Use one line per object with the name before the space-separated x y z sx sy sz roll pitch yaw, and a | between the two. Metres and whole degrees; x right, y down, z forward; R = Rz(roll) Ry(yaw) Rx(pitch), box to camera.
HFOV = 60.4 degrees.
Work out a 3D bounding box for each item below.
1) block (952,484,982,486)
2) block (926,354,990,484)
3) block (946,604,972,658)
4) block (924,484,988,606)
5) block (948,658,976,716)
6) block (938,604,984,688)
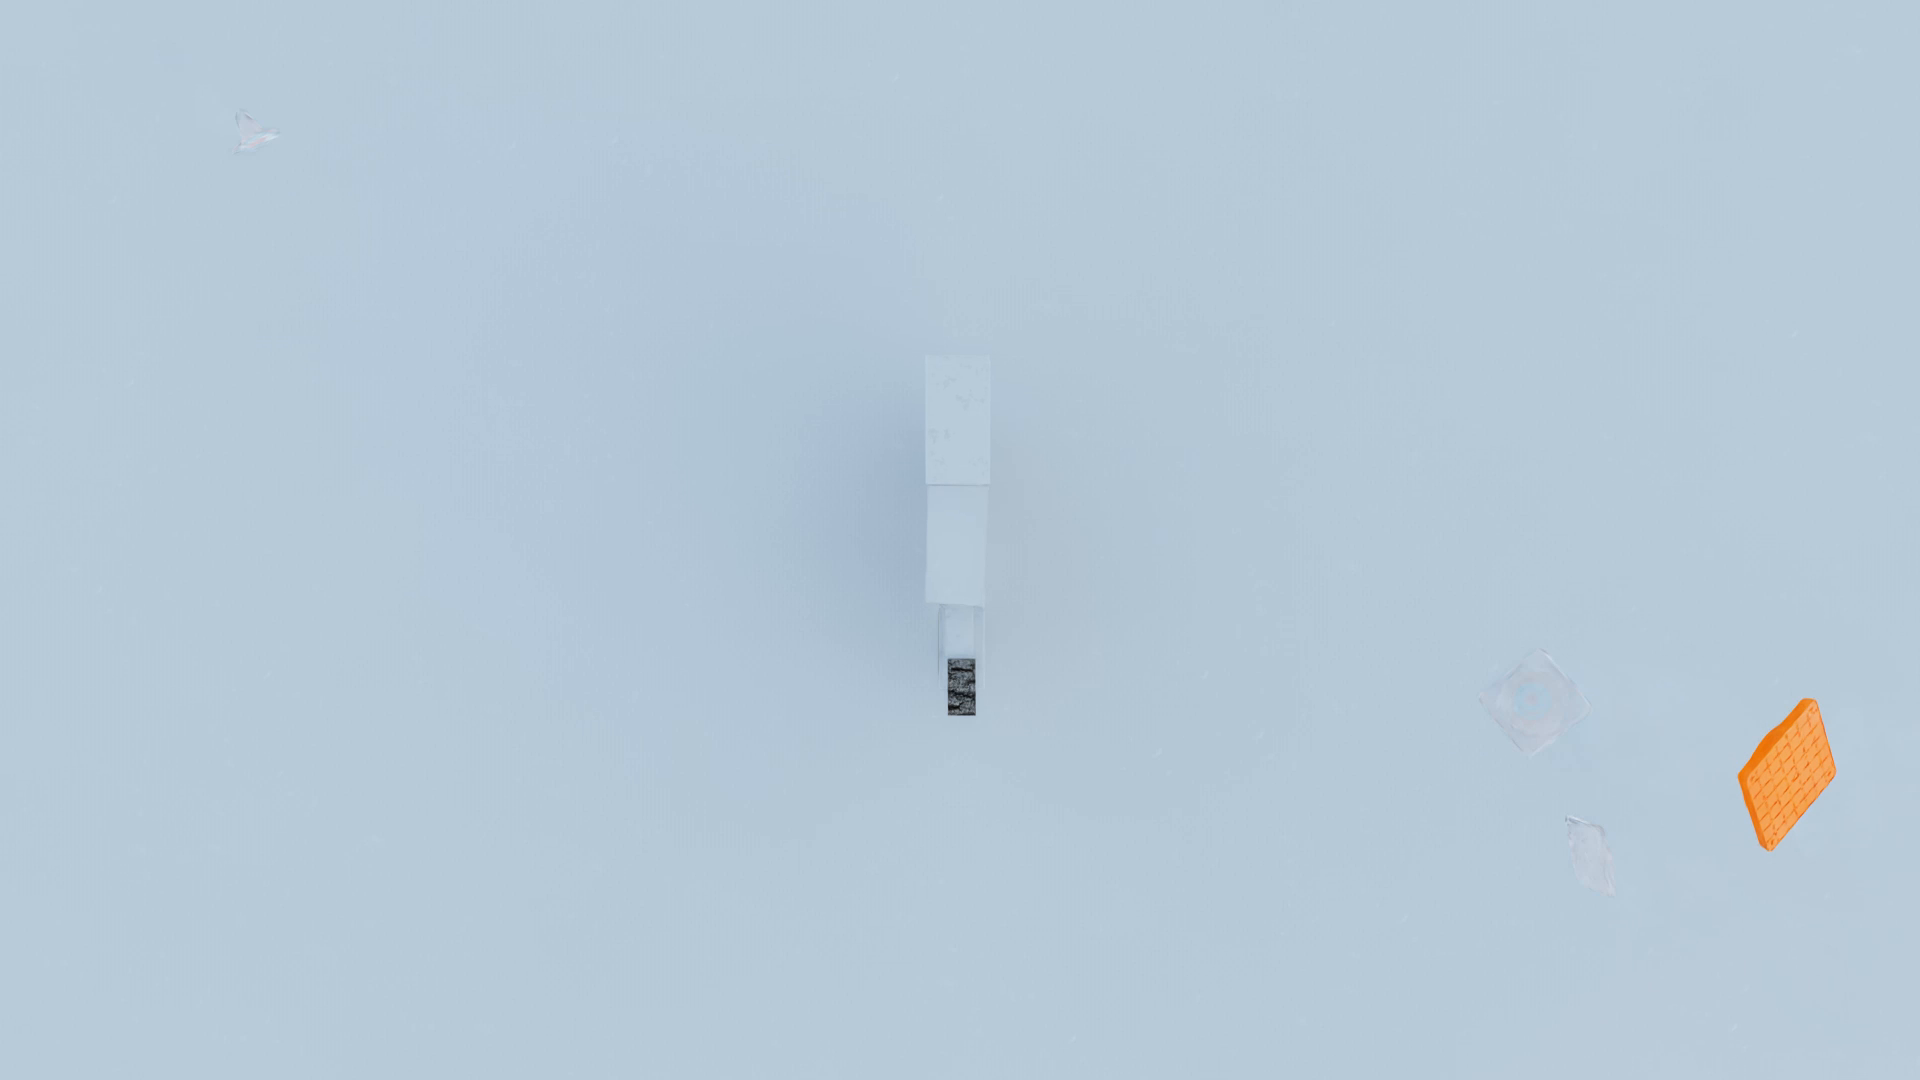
block | -0.003 -0.129 4.895 0.138 0.039 0.276 0 90 0
block | -0.006 -0.328 4.500 0.175 0.050 0.350 0 90 0
block | -0.003 0.259 4.713 0.075 0.021 0.149 0 90 0
block | -0.010 0.013 4.528 0.162 0.046 0.324 2 90 0
block | 0.005 0.419 4.702 0.080 0.023 0.160 0 90 0
block | 0.005 0.306 4.892 0.134 0.038 0.268 0 90 0
